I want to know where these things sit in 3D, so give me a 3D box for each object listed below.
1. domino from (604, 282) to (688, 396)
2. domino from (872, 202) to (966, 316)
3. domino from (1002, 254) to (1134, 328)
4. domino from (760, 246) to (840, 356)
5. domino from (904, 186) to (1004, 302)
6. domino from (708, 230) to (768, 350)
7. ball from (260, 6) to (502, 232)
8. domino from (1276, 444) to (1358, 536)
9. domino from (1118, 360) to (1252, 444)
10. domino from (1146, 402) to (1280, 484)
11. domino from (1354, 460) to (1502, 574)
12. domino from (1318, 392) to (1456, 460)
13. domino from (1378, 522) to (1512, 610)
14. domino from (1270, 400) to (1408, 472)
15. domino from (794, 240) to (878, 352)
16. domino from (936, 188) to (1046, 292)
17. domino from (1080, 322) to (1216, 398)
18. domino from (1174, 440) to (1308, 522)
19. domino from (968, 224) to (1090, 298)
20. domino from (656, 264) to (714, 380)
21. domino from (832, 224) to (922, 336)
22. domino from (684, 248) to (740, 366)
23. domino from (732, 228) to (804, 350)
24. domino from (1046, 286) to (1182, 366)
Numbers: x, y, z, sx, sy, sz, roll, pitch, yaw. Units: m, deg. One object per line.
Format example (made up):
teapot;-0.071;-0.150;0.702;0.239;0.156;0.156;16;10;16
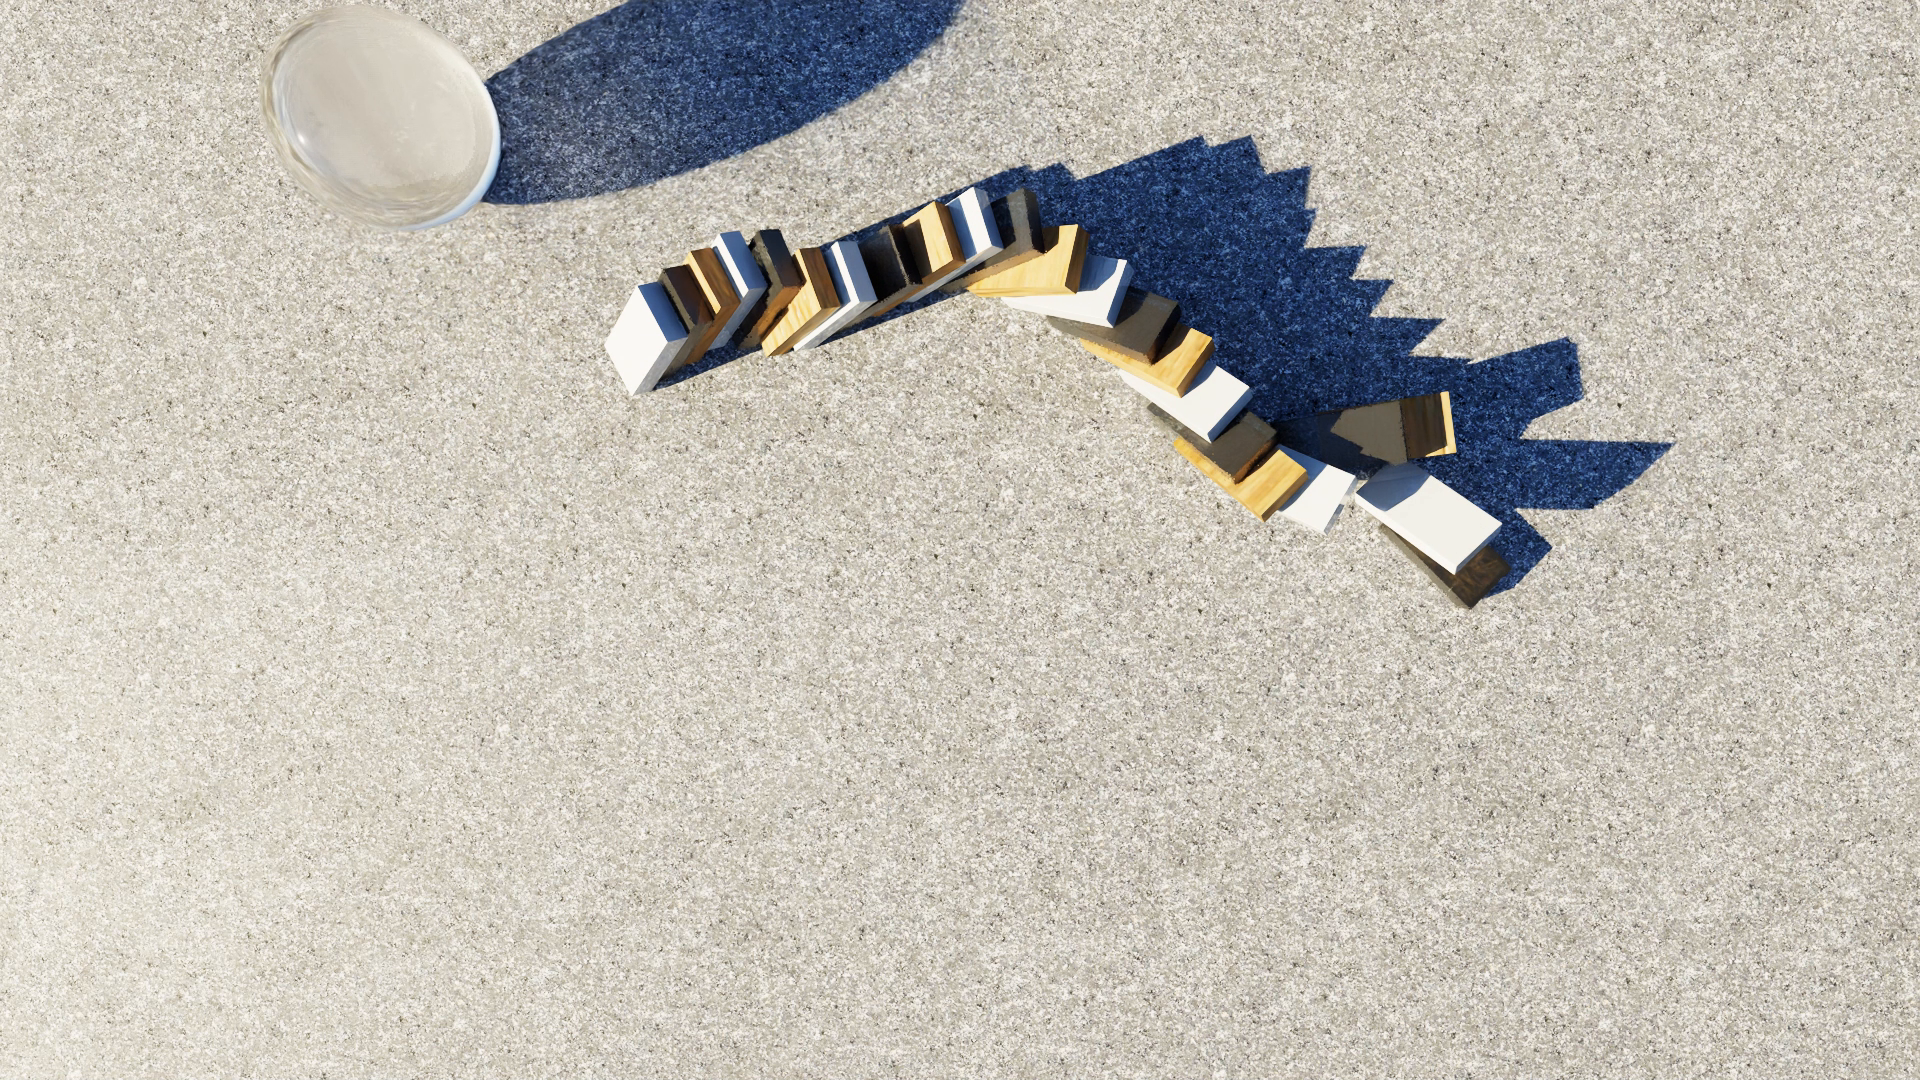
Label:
domino;-0.130;-0.082;0.378;0.010;0.050;0.025;-28;90;-39
domino;-0.023;-0.116;0.381;0.050;0.010;0.025;-21;84;36
domino;0.044;-0.107;0.384;0.050;0.009;0.025;20;90;30
domino;-0.069;-0.097;0.378;0.010;0.050;0.025;-20;90;-39
domino;-0.008;-0.122;0.381;0.050;0.009;0.025;-20;85;36
domino;-0.098;-0.102;0.377;0.009;0.050;0.025;-26;88;-39
ball;-0.225;-0.164;0.360;0.080;0.080;0.080;0;90;0
domino;0.135;-0.024;0.382;0.050;0.010;0.025;31;95;33
domino;0.093;-0.065;0.382;0.025;0.009;0.050;-48;59;3
domino;0.105;-0.048;0.382;0.025;0.010;0.050;-46;59;5
domino;0.194;-0.012;0.382;0.025;0.010;0.050;-44;57;1
domino;0.179;-0.045;0.387;0.050;0.010;0.025;-8;90;20
domino;0.209;0.003;0.395;0.050;0.010;0.025;45;90;0
domino;0.158;-0.041;0.383;0.050;0.009;0.025;-8;90;30
domino;-0.056;-0.100;0.378;0.009;0.050;0.025;-20;90;-42
domino;0.010;-0.123;0.381;0.050;0.009;0.025;-11;85;37
domino;0.078;-0.082;0.384;0.050;0.010;0.025;35;90;29
domino;0.116;-0.033;0.382;0.025;0.009;0.050;-46;59;5
domino;0.028;-0.115;0.380;0.050;0.009;0.025;11;88;39
domino;-0.120;-0.088;0.378;0.010;0.050;0.025;-28;90;-39
domino;-0.041;-0.107;0.382;0.050;0.009;0.025;-20;90;36
domino;-0.109;-0.095;0.378;0.010;0.050;0.025;-28;89;-39
domino;-0.083;-0.102;0.377;0.010;0.050;0.025;-20;84;-39
domino;0.064;-0.094;0.383;0.050;0.009;0.025;30;87;30
